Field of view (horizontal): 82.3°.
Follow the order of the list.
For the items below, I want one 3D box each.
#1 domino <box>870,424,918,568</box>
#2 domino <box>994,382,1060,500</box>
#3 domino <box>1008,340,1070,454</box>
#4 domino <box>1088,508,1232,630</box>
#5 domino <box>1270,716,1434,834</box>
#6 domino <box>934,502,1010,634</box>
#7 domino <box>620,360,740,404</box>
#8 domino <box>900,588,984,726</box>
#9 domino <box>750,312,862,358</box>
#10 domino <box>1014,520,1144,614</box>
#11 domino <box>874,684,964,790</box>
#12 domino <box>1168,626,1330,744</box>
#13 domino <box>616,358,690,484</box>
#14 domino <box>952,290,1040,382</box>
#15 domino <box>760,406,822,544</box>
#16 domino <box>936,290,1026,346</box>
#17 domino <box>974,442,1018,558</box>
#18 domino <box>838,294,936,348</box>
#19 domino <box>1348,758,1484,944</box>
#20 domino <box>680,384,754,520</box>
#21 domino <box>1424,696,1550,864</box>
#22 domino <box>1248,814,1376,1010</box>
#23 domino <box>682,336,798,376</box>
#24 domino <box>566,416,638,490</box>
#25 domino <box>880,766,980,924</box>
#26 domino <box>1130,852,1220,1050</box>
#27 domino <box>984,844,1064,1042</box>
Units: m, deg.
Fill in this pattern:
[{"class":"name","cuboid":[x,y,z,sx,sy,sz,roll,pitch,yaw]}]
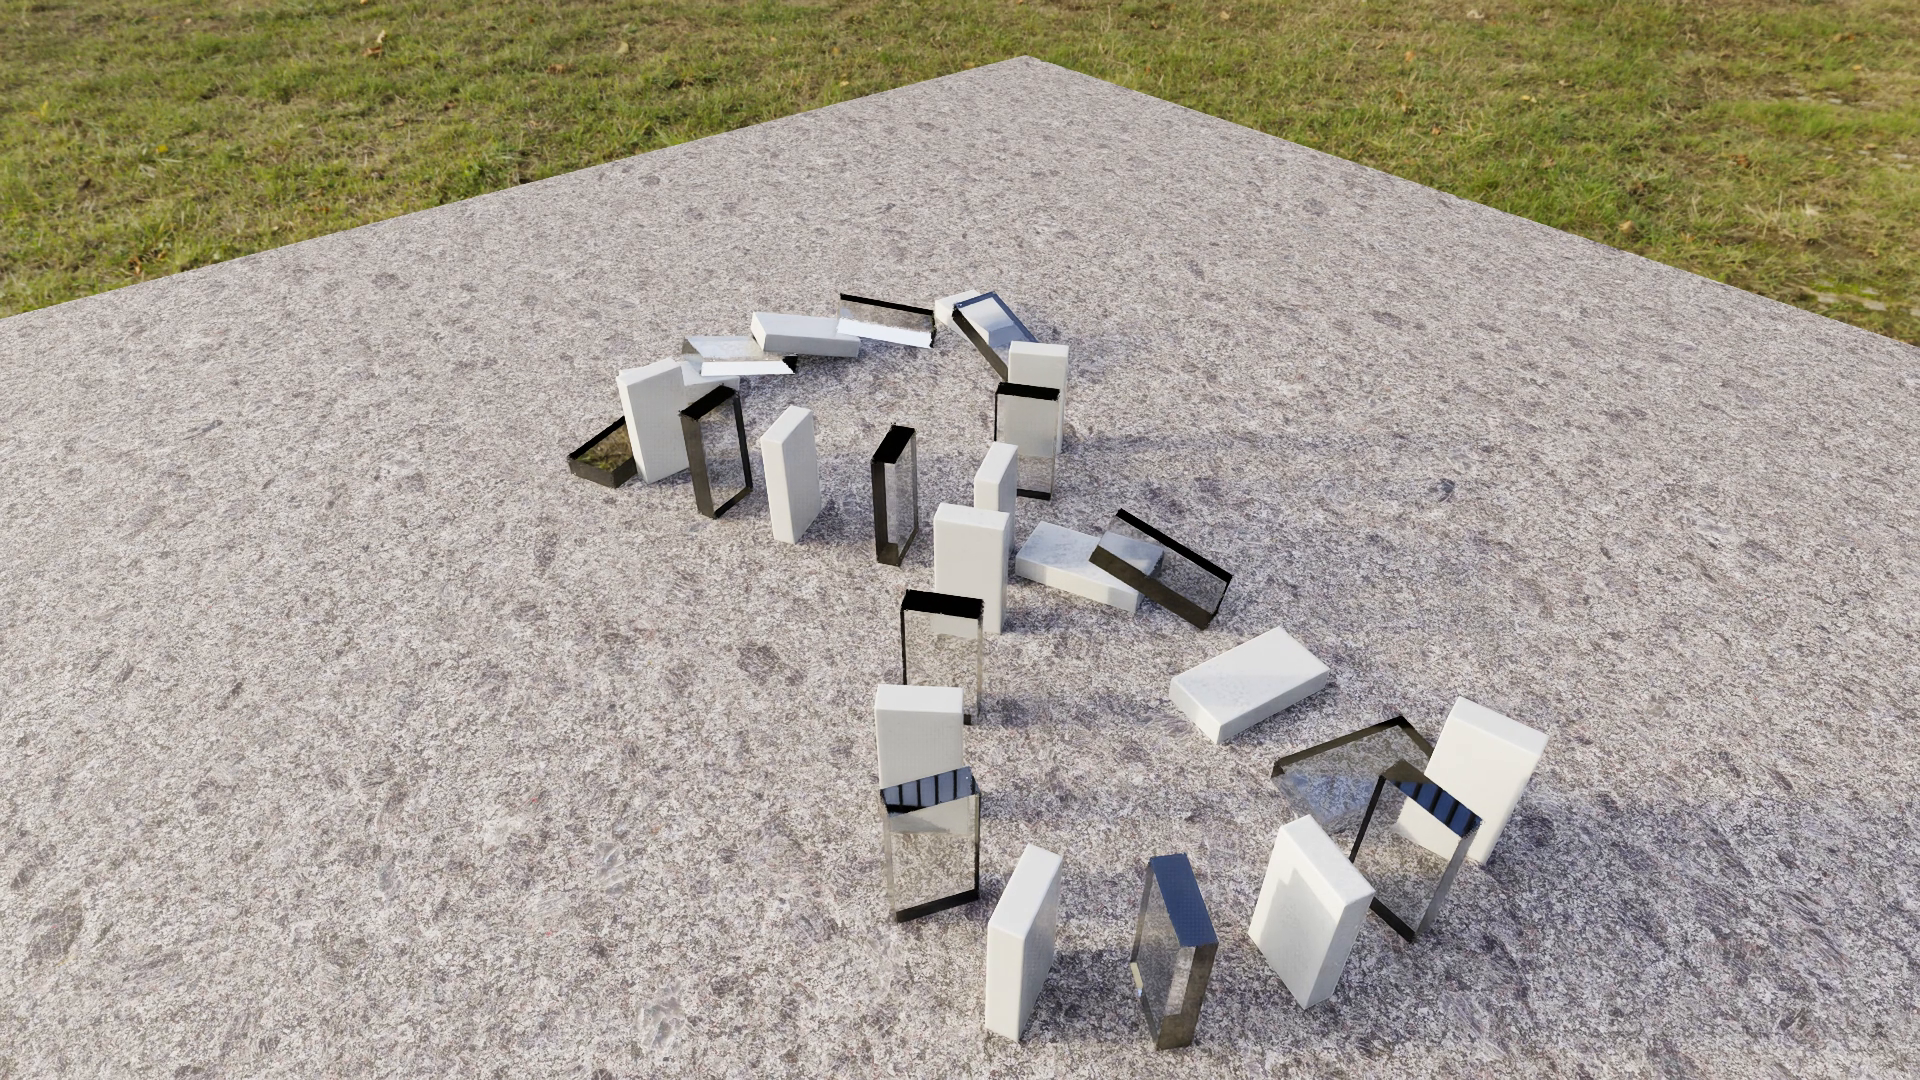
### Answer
[{"class":"domino","cuboid":[-0.025,-0.017,0.432,0.009,0.050,0.025,11,41,13]},{"class":"domino","cuboid":[0.027,-0.041,0.461,0.025,0.050,0.009,9,40,10]},{"class":"domino","cuboid":[0.034,-0.063,0.488,0.025,0.050,0.009,6,40,7]},{"class":"domino","cuboid":[0.076,0.011,0.417,0.050,0.010,0.025,32,46,5]},{"class":"domino","cuboid":[0.128,0.075,0.352,0.050,0.010,0.025,-15,42,-17]},{"class":"domino","cuboid":[0.004,0.011,0.398,0.025,0.050,0.009,9,40,11]},{"class":"domino","cuboid":[-0.134,-0.075,0.526,0.050,0.010,0.025,-17,41,-39]},{"class":"domino","cuboid":[-0.006,0.040,0.363,0.025,0.050,0.009,7,40,9]},{"class":"domino","cuboid":[-0.079,-0.105,0.560,0.050,0.010,0.025,-1,36,-27]},{"class":"domino","cuboid":[0.050,0.010,0.431,0.050,0.010,0.025,18,42,20]},{"class":"domino","cuboid":[-0.012,0.065,0.332,0.025,0.050,0.010,2,39,3]},{"class":"domino","cuboid":[0.101,0.050,0.383,0.050,0.010,0.025,-21,44,-24]},{"class":"domino","cuboid":[-0.130,-0.051,0.474,0.025,0.050,0.010,-28,47,-30]},{"class":"domino","cuboid":[0.020,-0.103,0.557,0.025,0.010,0.050,-25,64,-26]},{"class":"domino","cuboid":[-0.067,-0.026,0.443,0.009,0.050,0.025,14,41,16]},{"class":"domino","cuboid":[0.011,-0.117,0.586,0.025,0.010,0.050,-22,44,-25]},{"class":"domino","cuboid":[0.014,-0.010,0.423,0.010,0.050,0.025,12,41,14]},{"class":"domino","cuboid":[-0.039,-0.114,0.574,0.050,0.010,0.025,8,38,-13]},{"class":"domino","cuboid":[0.124,0.087,0.305,0.010,0.050,0.025,-24,45,-27]},{"class":"domino","cuboid":[-0.100,-0.036,0.455,0.009,0.050,0.025,21,44,24]},{"class":"domino","cuboid":[0.151,0.071,0.324,0.025,0.050,0.010,26,46,28]},{"class":"domino","cuboid":[0.092,0.099,0.291,0.010,0.050,0.025,-16,42,-19]},{"class":"domino","cuboid":[-0.109,-0.092,0.544,0.050,0.010,0.025,-8,36,-36]},{"class":"domino","cuboid":[-0.149,-0.043,0.496,0.025,0.010,0.050,18,43,21]},{"class":"domino","cuboid":[-0.008,0.086,0.307,0.025,0.050,0.009,-12,41,-14]},{"class":"domino","cuboid":[0.054,0.106,0.282,0.009,0.050,0.025,-6,40,-7]},{"class":"domino","cuboid":[0.016,0.105,0.284,0.009,0.050,0.025,17,42,19]}]
